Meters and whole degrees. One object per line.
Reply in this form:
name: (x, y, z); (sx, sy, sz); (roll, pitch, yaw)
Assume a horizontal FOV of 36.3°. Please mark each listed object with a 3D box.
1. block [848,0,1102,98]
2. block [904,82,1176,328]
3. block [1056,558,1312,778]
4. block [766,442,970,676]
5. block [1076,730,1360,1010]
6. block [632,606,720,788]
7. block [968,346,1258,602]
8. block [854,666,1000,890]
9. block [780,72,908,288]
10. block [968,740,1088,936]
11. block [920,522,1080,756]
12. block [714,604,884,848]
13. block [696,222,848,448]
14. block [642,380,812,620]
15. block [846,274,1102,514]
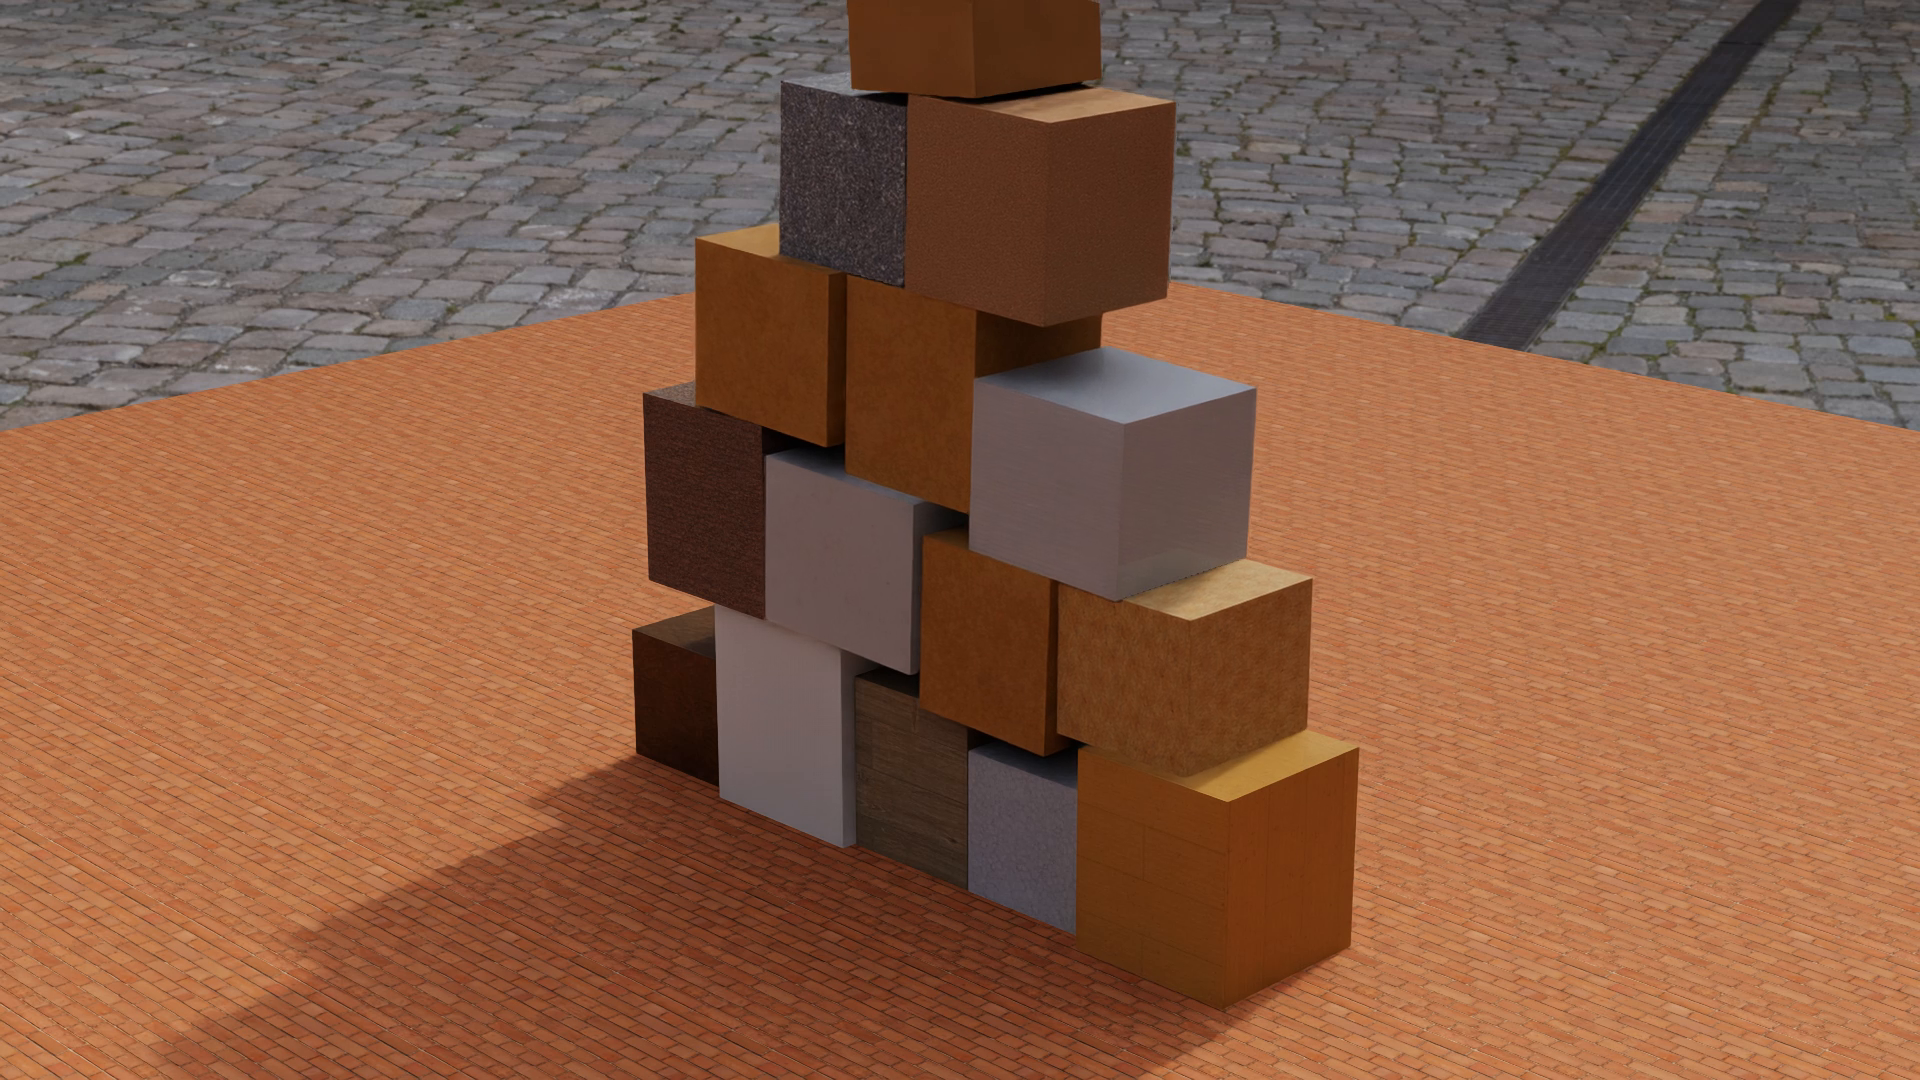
block: (0.055, -2.356, 12.571); (0.773, 0.797, 0.757); (-17, 21, -42)
block: (0.337, -1.466, 12.533); (0.776, 0.852, 0.827); (-17, 26, -42)
block: (0.957, 0.495, 12.524); (0.793, 0.689, 0.735); (-17, 24, -42)
block: (-0.215, 0.005, 13.585); (0.966, 0.798, 0.973); (-17, 26, -42)
block: (1.099, 1.325, 12.582); (0.866, 0.928, 0.826); (-17, 24, -42)
block: (-1.137, 0.769, 14.788); (0.704, 0.666, 0.734); (-17, 24, -42)
block: (0.650, -0.304, 12.580); (0.842, 0.767, 0.862); (-17, 26, -42)
block: (0.031, 1.030, 13.660); (0.732, 0.843, 0.735); (-17, 24, -42)
block: (-0.270, -1.640, 13.095); (0.716, 0.785, 0.798); (-17, 26, -42)
block: (0.549, 1.270, 13.167); (0.702, 0.682, 0.744); (-17, 24, -42)
block: (0.388, 0.371, 13.024); (0.817, 0.809, 0.769); (-17, 26, -42)
block: (-0.565, 0.775, 14.172); (0.840, 1.024, 0.888); (-17, 24, -42)
block: (-0.598, -0.996, 13.626); (0.880, 0.795, 0.907); (-17, 26, -42)
block: (-0.895, -0.259, 14.181); (0.905, 0.943, 0.859); (-17, 24, -42)
block: (0.057, -0.723, 13.080); (0.797, 0.918, 0.801); (-17, 26, -42)
